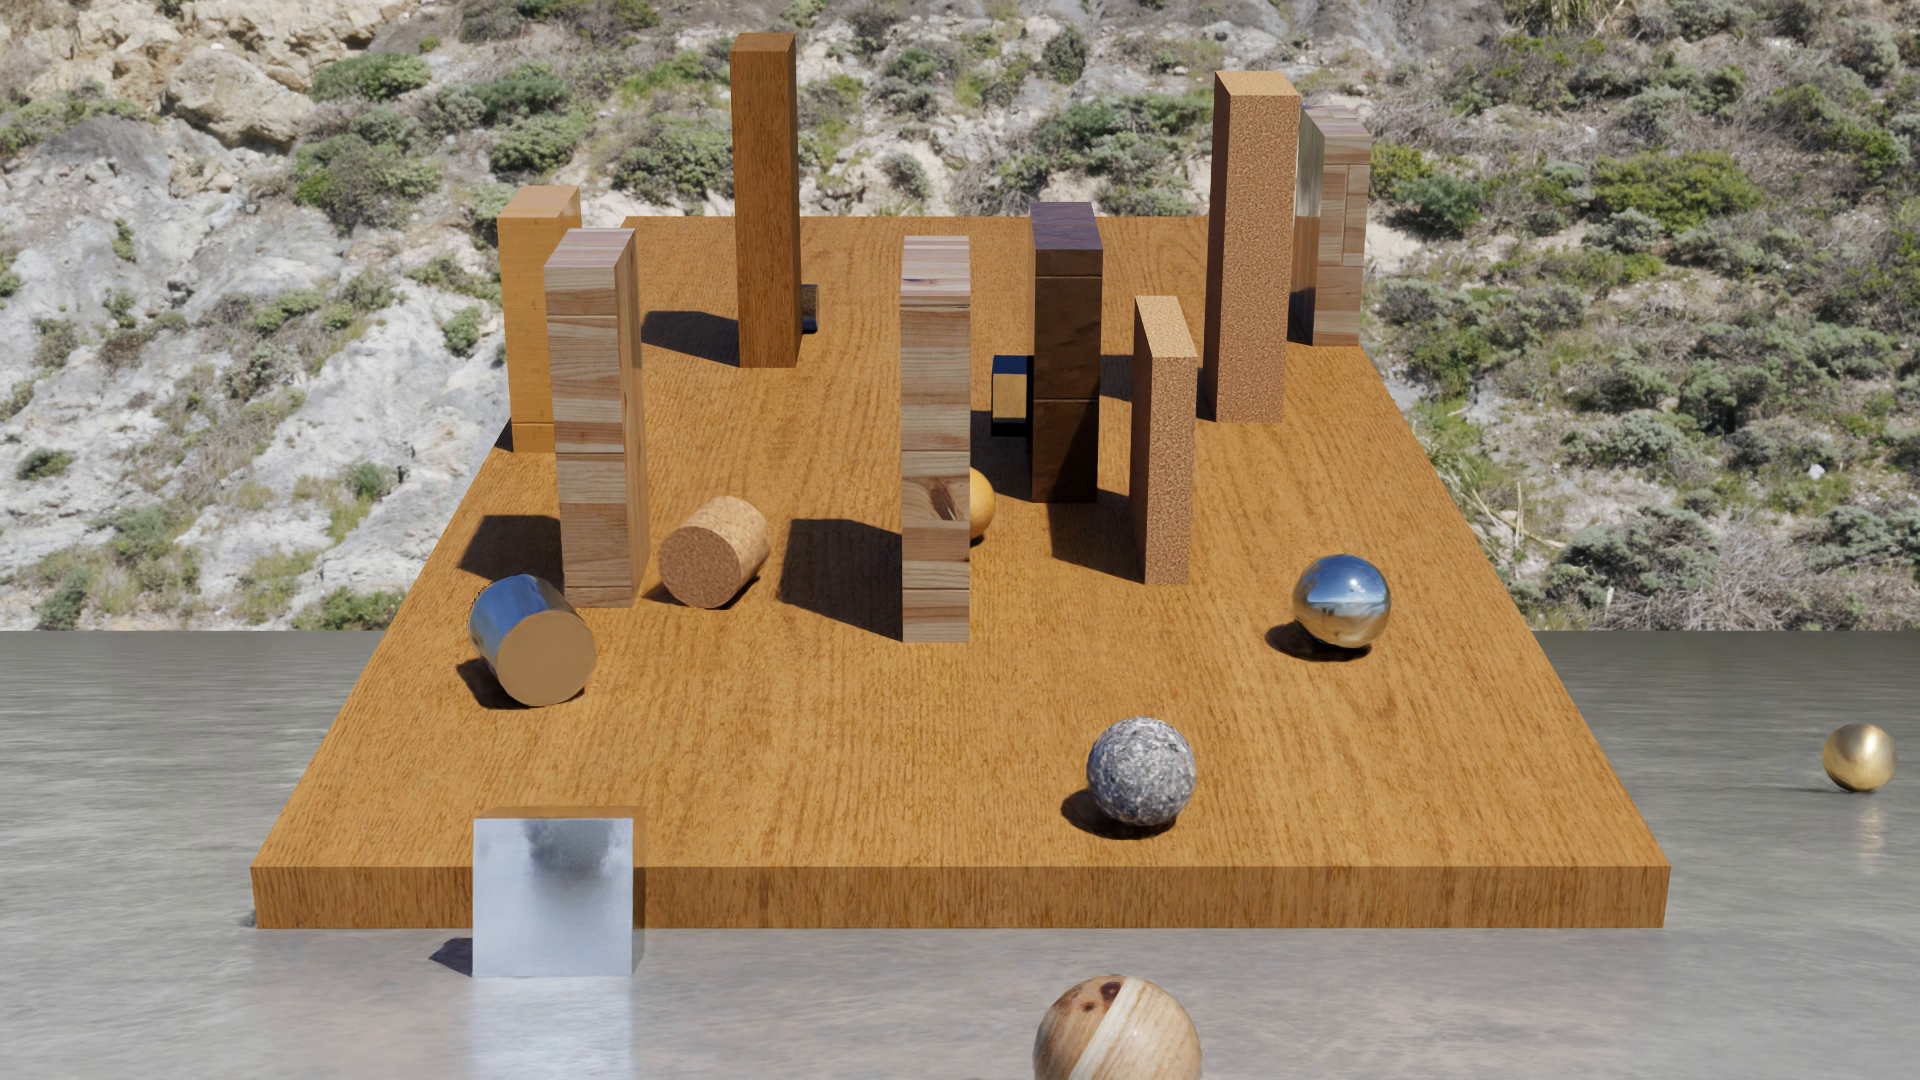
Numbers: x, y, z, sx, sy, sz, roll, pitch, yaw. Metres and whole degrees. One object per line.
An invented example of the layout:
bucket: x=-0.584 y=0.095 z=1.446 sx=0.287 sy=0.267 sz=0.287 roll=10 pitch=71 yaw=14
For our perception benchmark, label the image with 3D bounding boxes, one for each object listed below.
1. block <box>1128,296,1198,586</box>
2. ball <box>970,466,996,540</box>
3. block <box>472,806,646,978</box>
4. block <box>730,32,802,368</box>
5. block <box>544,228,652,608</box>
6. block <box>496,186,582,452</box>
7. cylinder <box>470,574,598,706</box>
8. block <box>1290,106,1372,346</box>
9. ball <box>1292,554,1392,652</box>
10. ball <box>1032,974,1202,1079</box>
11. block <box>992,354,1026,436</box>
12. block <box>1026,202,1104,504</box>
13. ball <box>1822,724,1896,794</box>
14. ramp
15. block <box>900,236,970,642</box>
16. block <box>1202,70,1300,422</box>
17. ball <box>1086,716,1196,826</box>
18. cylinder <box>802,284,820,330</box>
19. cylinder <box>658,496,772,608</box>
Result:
block: x=0.379 y=-0.195 z=4.304 sx=0.080 sy=0.435 sz=0.415 roll=0 pitch=21 yaw=0
ball: x=-0.006 y=-0.070 z=4.373 sx=0.151 sy=0.151 sz=0.151 roll=0 pitch=-2 yaw=0
block: x=-0.505 y=0.443 z=2.901 sx=0.194 sy=0.194 sz=0.194 roll=0 pitch=-2 yaw=-3
block: x=-0.459 y=-0.811 z=5.455 sx=0.133 sy=0.750 sz=0.275 roll=0 pitch=21 yaw=0
block: x=-0.645 y=-0.220 z=4.102 sx=0.119 sy=0.625 sz=0.282 roll=0 pitch=21 yaw=0
block: x=-0.892 y=-0.480 z=4.929 sx=0.124 sy=0.511 sz=0.306 roll=0 pitch=21 yaw=0
cylinder: x=-0.701 y=0.163 z=3.743 sx=0.167 sy=0.167 sz=0.167 roll=1 pitch=19 yaw=-28
block: x=0.927 y=-0.794 z=5.737 sx=0.113 sy=0.520 sz=0.406 roll=0 pitch=21 yaw=0
ball: x=0.651 y=0.107 z=3.894 sx=0.169 sy=0.169 sz=0.169 roll=0 pitch=-2 yaw=0
ball: x=0.131 y=0.433 z=1.897 sx=0.141 sy=0.141 sz=0.141 roll=0 pitch=-2 yaw=0
block: x=0.143 y=-0.317 z=5.024 sx=0.143 sy=0.143 sz=0.143 roll=1 pitch=21 yaw=3
block: x=0.210 y=-0.392 z=4.693 sx=0.131 sy=0.522 sz=0.413 roll=0 pitch=21 yaw=0
ball: x=2.307 y=0.559 z=5.859 sx=0.179 sy=0.179 sz=0.179 roll=0 pitch=-2 yaw=0
ramp: x=-0.006 y=-0.216 z=5.097 sx=2.000 sy=0.100 sz=4.000 roll=0 pitch=21 yaw=0
block: x=-0.041 y=-0.185 z=4.025 sx=0.115 sy=0.616 sz=0.415 roll=0 pitch=21 yaw=0
block: x=0.643 y=-0.654 z=5.089 sx=0.147 sy=0.726 sz=0.305 roll=0 pitch=21 yaw=0
ball: x=0.263 y=0.336 z=3.314 sx=0.160 sy=0.160 sz=0.160 roll=0 pitch=-2 yaw=0
cylinder: x=-0.417 y=-0.587 z=5.753 sx=0.117 sy=0.117 sz=0.117 roll=1 pitch=-2 yaw=1
cylinder: x=-0.442 y=0.022 z=4.124 sx=0.157 sy=0.157 sz=0.157 roll=-1 pitch=20 yaw=17
